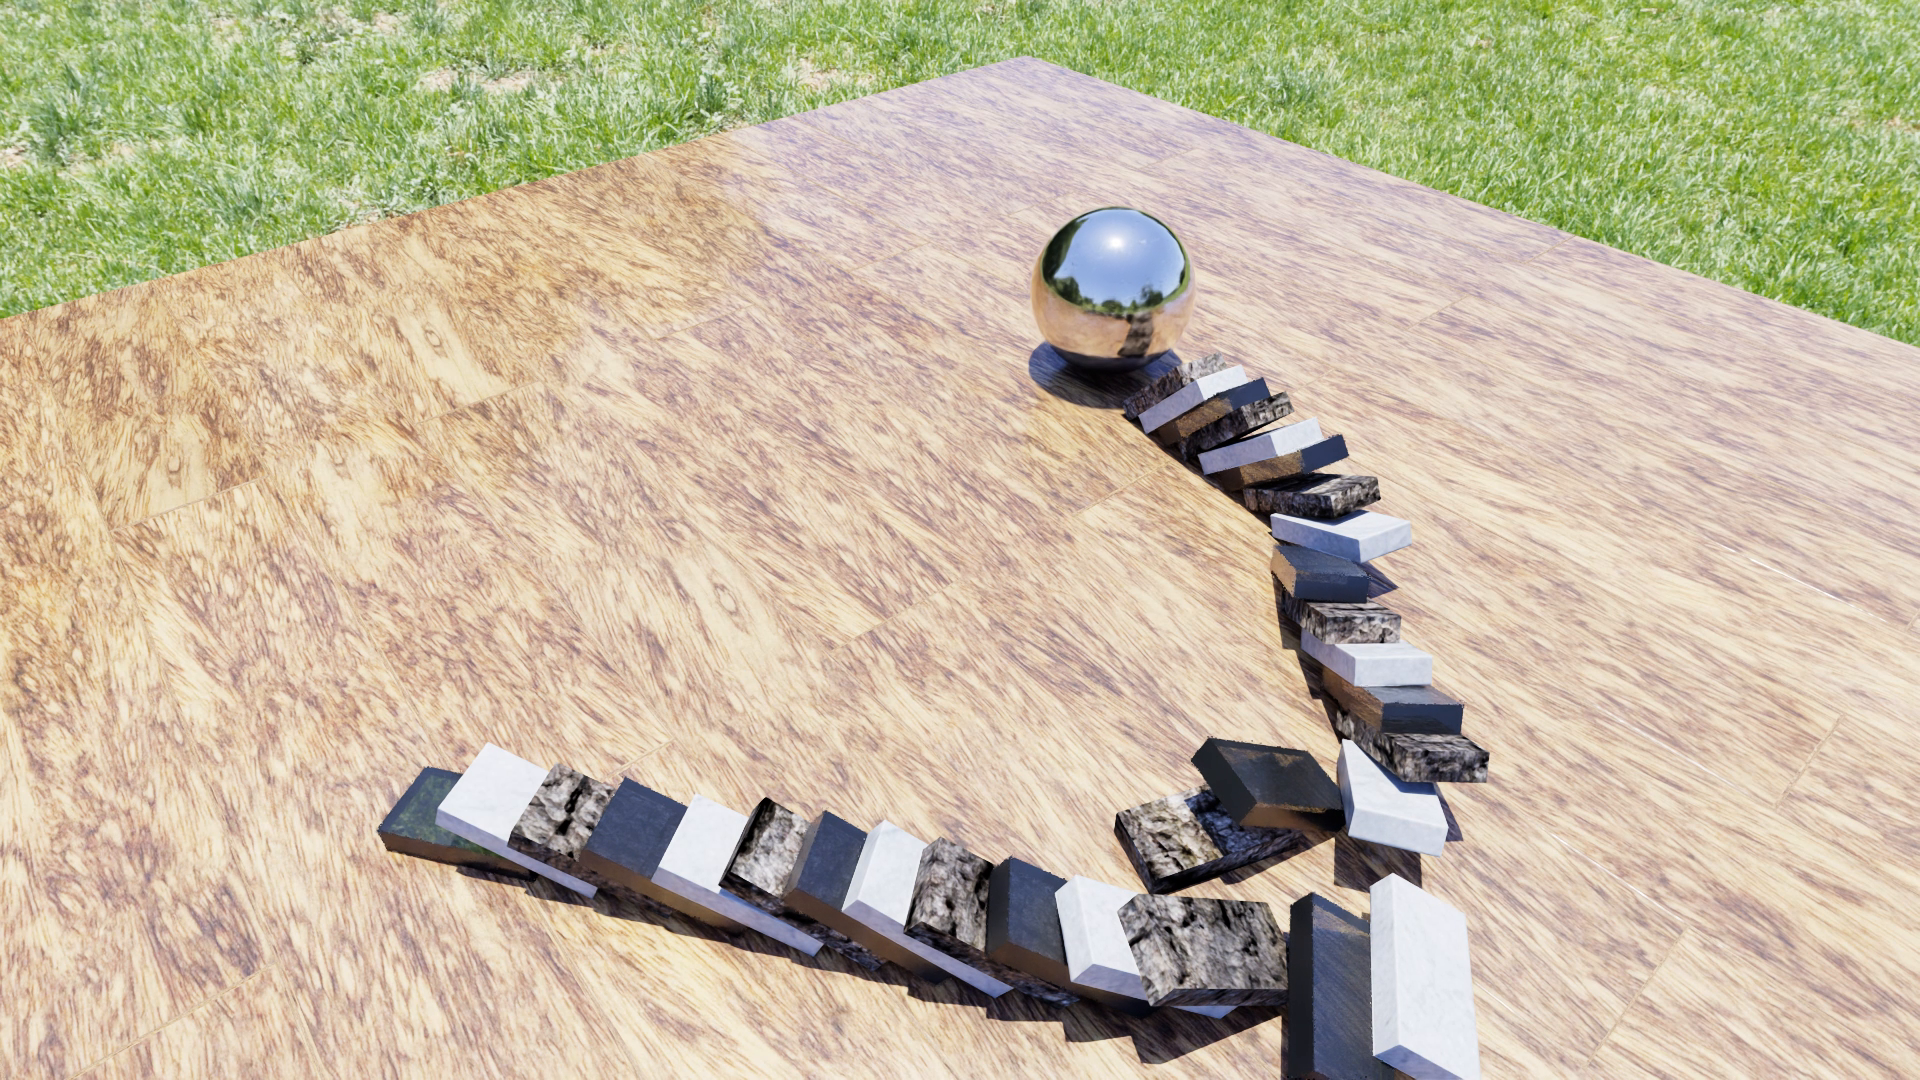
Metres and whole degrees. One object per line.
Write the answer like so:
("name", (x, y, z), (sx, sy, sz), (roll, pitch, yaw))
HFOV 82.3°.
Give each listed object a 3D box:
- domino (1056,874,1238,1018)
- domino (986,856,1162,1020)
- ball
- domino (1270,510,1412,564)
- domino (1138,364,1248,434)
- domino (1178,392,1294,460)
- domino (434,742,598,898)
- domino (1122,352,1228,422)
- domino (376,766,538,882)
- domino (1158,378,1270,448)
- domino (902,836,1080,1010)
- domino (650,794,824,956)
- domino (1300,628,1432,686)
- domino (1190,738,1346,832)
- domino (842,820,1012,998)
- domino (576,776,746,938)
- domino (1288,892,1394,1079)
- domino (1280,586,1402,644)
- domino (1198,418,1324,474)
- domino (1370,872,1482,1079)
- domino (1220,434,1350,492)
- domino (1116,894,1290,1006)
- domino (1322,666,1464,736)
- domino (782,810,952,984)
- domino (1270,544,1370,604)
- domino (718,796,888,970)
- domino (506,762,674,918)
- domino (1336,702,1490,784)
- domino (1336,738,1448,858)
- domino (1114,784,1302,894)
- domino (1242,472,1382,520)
("domino", (0.050, 0.108, 0.291), (0.050, 0.009, 0.025), (23, 34, -24))
("domino", (0.031, 0.106, 0.294), (0.050, 0.010, 0.025), (28, 36, -18))
("ball", (0.074, -0.121, 0.535), (0.080, 0.080, 0.080), (0, 39, 0))
("domino", (0.149, -0.004, 0.433), (0.025, 0.010, 0.050), (-17, 18, -20))
("domino", (0.104, -0.063, 0.493), (0.025, 0.050, 0.009), (-20, 86, -23))
("domino", (0.119, -0.049, 0.477), (0.025, 0.050, 0.009), (-20, 86, -23))
("domino", (-0.125, 0.083, 0.326), (0.050, 0.009, 0.025), (28, 41, -5))
("domino", (0.097, -0.070, 0.502), (0.025, 0.050, 0.009), (-20, 86, -23))
("domino", (-0.148, 0.087, 0.338), (0.050, 0.010, 0.025), (9, 40, 11))
("domino", (0.111, -0.056, 0.485), (0.025, 0.050, 0.009), (-20, 86, -23))
("domino", (0.011, 0.103, 0.296), (0.050, 0.010, 0.025), (31, 41, -14))
("domino", (-0.058, 0.095, 0.312), (0.050, 0.010, 0.025), (27, 41, -7))
("domino", (0.138, 0.038, 0.377), (0.025, 0.010, 0.050), (-1, 8, -2))
("domino", (0.095, 0.074, 0.332), (0.050, 0.009, 0.025), (14, 29, -37))
("domino", (-0.006, 0.101, 0.300), (0.050, 0.010, 0.025), (33, 41, -12))
("domino", (-0.080, 0.091, 0.316), (0.050, 0.010, 0.025), (28, 41, -6))
("domino", (0.099, 0.121, 0.287), (0.025, 0.009, 0.050), (31, 41, -8))
("domino", (0.135, 0.026, 0.393), (0.025, 0.010, 0.050), (-1, 9, -1))
("domino", (0.127, -0.040, 0.468), (0.025, 0.009, 0.050), (-20, 3, -23))
("domino", (0.123, 0.117, 0.292), (0.025, 0.010, 0.050), (30, 41, -6))
("domino", (0.134, -0.032, 0.458), (0.025, 0.009, 0.050), (-20, 3, -24))
("domino", (0.067, 0.108, 0.290), (0.050, 0.010, 0.025), (15, 38, -32))
("domino", (0.140, 0.051, 0.361), (0.025, 0.010, 0.050), (2, 8, -3))
("domino", (-0.022, 0.098, 0.303), (0.050, 0.010, 0.025), (33, 39, -12))
("domino", (0.133, 0.012, 0.411), (0.025, 0.010, 0.050), (5, 11, 6))
("domino", (-0.039, 0.096, 0.307), (0.050, 0.009, 0.025), (33, 40, -11))
("domino", (-0.102, 0.087, 0.321), (0.050, 0.009, 0.025), (27, 41, -6))
("domino", (0.141, 0.063, 0.346), (0.025, 0.010, 0.050), (2, 8, -4))
("domino", (0.130, 0.077, 0.333), (0.025, 0.009, 0.050), (11, 15, 13))
("domino", (0.075, 0.089, 0.335), (0.050, 0.010, 0.025), (-13, 41, -16))
("domino", (0.142, -0.019, 0.448), (0.025, 0.010, 0.050), (-20, 14, -23))
